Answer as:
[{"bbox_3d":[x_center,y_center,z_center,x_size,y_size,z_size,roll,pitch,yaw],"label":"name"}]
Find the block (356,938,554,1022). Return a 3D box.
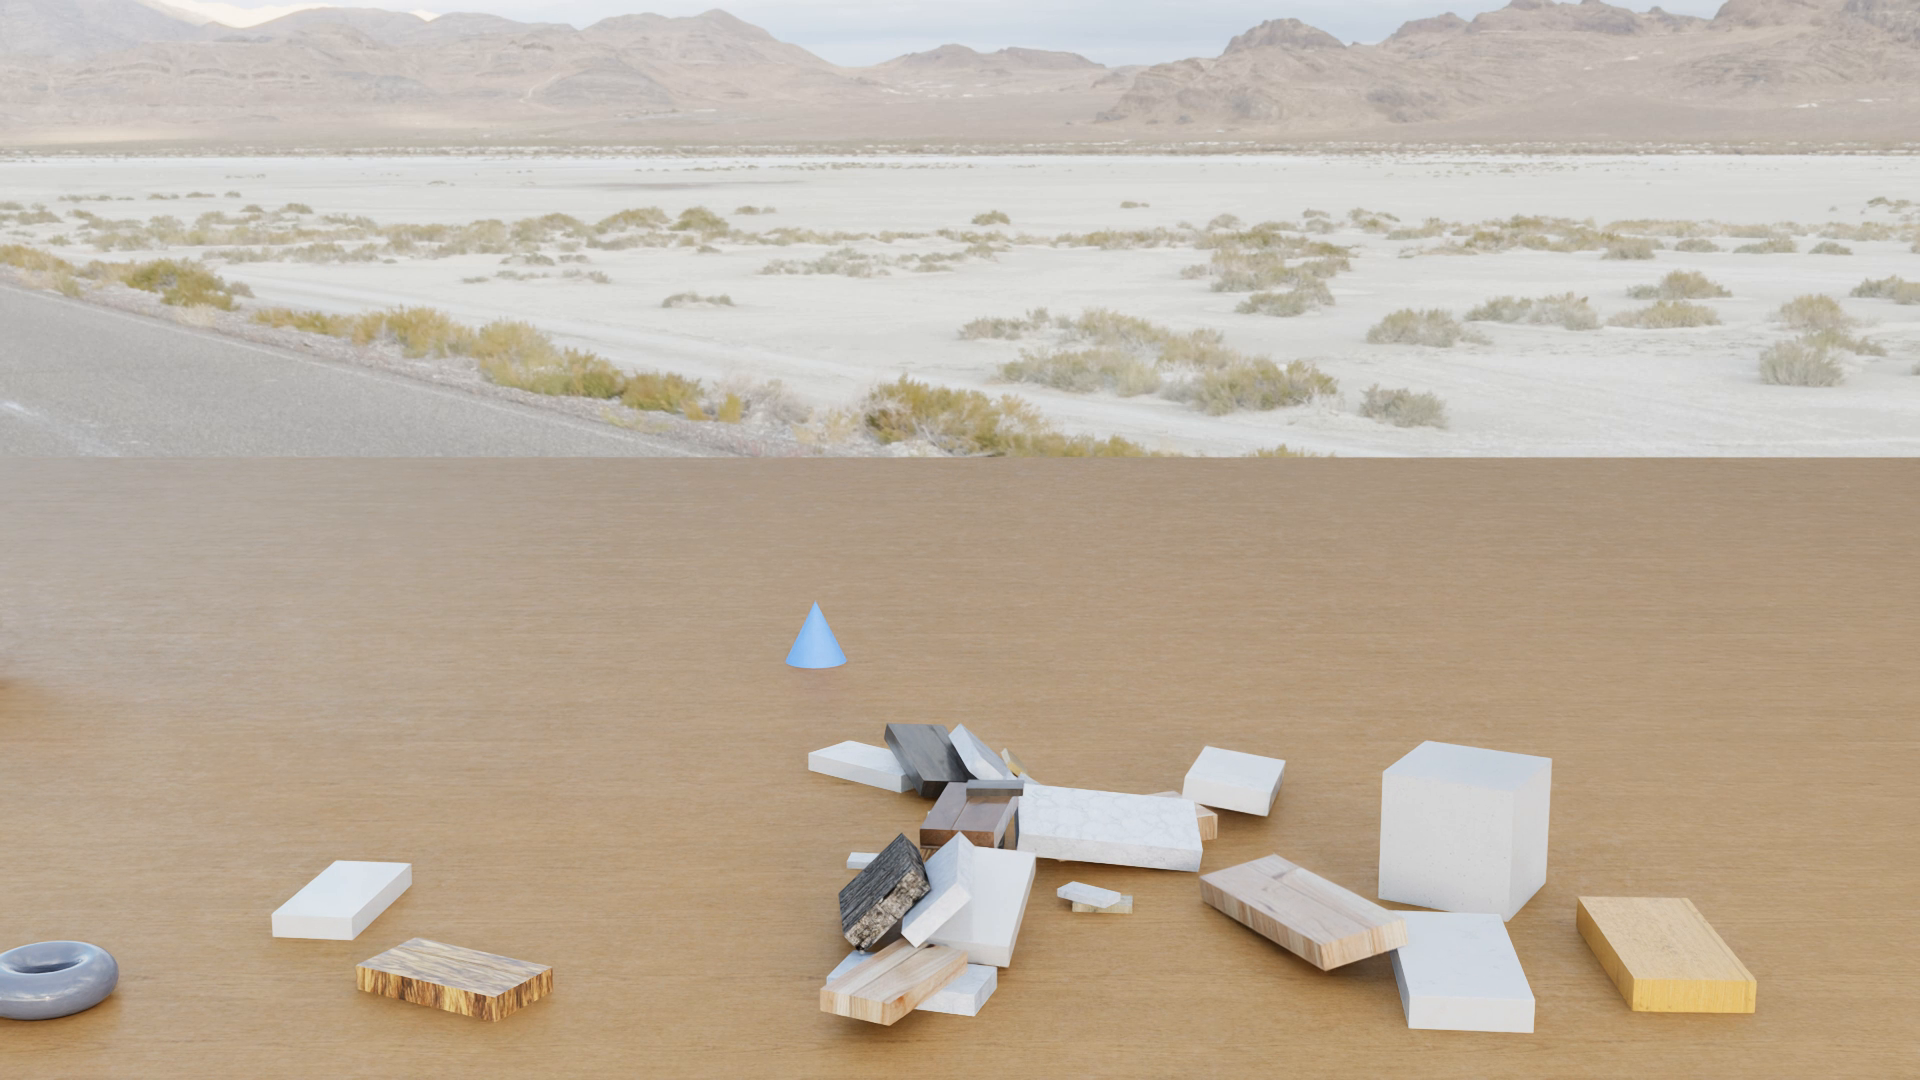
[{"bbox_3d":[-0.748,0.648,3.254,0.262,0.037,0.131,6,12,28],"label":"block"}]

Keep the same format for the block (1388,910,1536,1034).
[{"bbox_3d":[0.739,0.638,3.275,0.174,0.049,0.347,1,11,5],"label":"block"}]

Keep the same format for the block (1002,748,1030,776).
[{"bbox_3d":[0.109,0.443,4.341,0.050,0.014,0.099,40,5,-10],"label":"block"}]

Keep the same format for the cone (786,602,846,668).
[{"bbox_3d":[-0.346,0.218,5.270,0.147,0.147,0.147,0,11,0],"label":"cone"}]

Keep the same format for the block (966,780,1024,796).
[{"bbox_3d":[0.061,0.426,3.774,0.097,0.014,0.049,0,12,4],"label":"block"}]

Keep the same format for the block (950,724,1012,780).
[{"bbox_3d":[0.052,0.433,4.218,0.121,0.034,0.243,42,2,-14],"label":"block"}]

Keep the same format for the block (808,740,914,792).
[{"bbox_3d":[-0.169,0.447,4.347,0.243,0.034,0.122,9,14,39],"label":"block"}]

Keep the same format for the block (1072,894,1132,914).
[{"bbox_3d":[0.234,0.595,3.602,0.097,0.014,0.049,1,11,5],"label":"block"}]

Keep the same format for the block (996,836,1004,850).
[{"bbox_3d":[0.003,0.543,3.648,0.123,0.035,0.247,3,25,5],"label":"block"}]

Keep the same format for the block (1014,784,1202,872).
[{"bbox_3d":[0.255,0.499,3.826,0.316,0.045,0.158,6,26,-3],"label":"block"}]

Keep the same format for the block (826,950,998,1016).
[{"bbox_3d":[-0.070,0.653,3.244,0.227,0.032,0.113,3,11,17],"label":"block"}]

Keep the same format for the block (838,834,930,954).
[{"bbox_3d":[-0.121,0.550,3.443,0.144,0.041,0.287,-44,6,-1],"label":"block"}]

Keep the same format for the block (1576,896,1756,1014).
[{"bbox_3d":[1.066,0.626,3.341,0.174,0.049,0.347,0,11,2],"label":"block"}]

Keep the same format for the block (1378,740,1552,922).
[{"bbox_3d":[0.842,0.480,3.664,0.218,0.218,0.218,6,12,30],"label":"block"}]

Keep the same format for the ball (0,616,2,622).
[{"bbox_3d":[-2.387,0.188,5.173,0.241,0.241,0.241,0,11,0],"label":"ball"}]

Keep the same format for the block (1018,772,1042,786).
[{"bbox_3d":[0.140,0.474,4.186,0.050,0.014,0.099,32,5,-11],"label":"block"}]

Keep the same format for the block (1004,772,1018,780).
[{"bbox_3d":[0.053,0.481,3.920,0.019,0.137,0.068,36,11,-3],"label":"block"}]

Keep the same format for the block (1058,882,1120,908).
[{"bbox_3d":[0.211,0.581,3.604,0.094,0.013,0.047,8,13,37],"label":"block"}]

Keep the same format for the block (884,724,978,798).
[{"bbox_3d":[-0.053,0.427,4.275,0.121,0.034,0.243,4,21,-21],"label":"block"}]

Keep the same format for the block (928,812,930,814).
[{"bbox_3d":[-0.030,0.517,4.025,0.049,0.014,0.097,-1,11,-7],"label":"block"}]

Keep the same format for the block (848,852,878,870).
[{"bbox_3d":[-0.145,0.557,3.810,0.094,0.013,0.047,1,11,7],"label":"block"}]

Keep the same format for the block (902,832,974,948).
[{"bbox_3d":[-0.033,0.531,3.359,0.113,0.032,0.244,-43,7,8],"label":"block"}]

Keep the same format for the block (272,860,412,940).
[{"bbox_3d":[-1.005,0.586,3.589,0.131,0.037,0.262,1,11,6],"label":"block"}]

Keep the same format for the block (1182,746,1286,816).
[{"bbox_3d":[0.520,0.453,4.153,0.158,0.045,0.316,10,7,12],"label":"block"}]

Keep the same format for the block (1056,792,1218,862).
[{"bbox_3d":[0.286,0.513,3.959,0.316,0.045,0.158,-5,11,-23],"label":"block"}]

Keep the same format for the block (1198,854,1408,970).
[{"bbox_3d":[0.533,0.581,3.464,0.144,0.041,0.412,-13,10,-18],"label":"block"}]

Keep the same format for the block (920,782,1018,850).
[{"bbox_3d":[0.018,0.465,3.707,0.123,0.035,0.247,1,12,11],"label":"block"}]

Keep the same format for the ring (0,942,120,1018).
[{"bbox_3d":[-1.334,0.642,3.213,0.197,0.066,0.197,1,11,0],"label":"ring"}]

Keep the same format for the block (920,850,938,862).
[{"bbox_3d":[-0.006,0.574,3.499,0.123,0.035,0.247,0,25,-1],"label":"block"}]

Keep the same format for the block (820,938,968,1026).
[{"bbox_3d":[-0.093,0.634,3.168,0.113,0.032,0.227,6,12,28],"label":"block"}]

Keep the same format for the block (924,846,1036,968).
[{"bbox_3d":[0.033,0.567,3.428,0.131,0.037,0.262,5,25,10],"label":"block"}]
